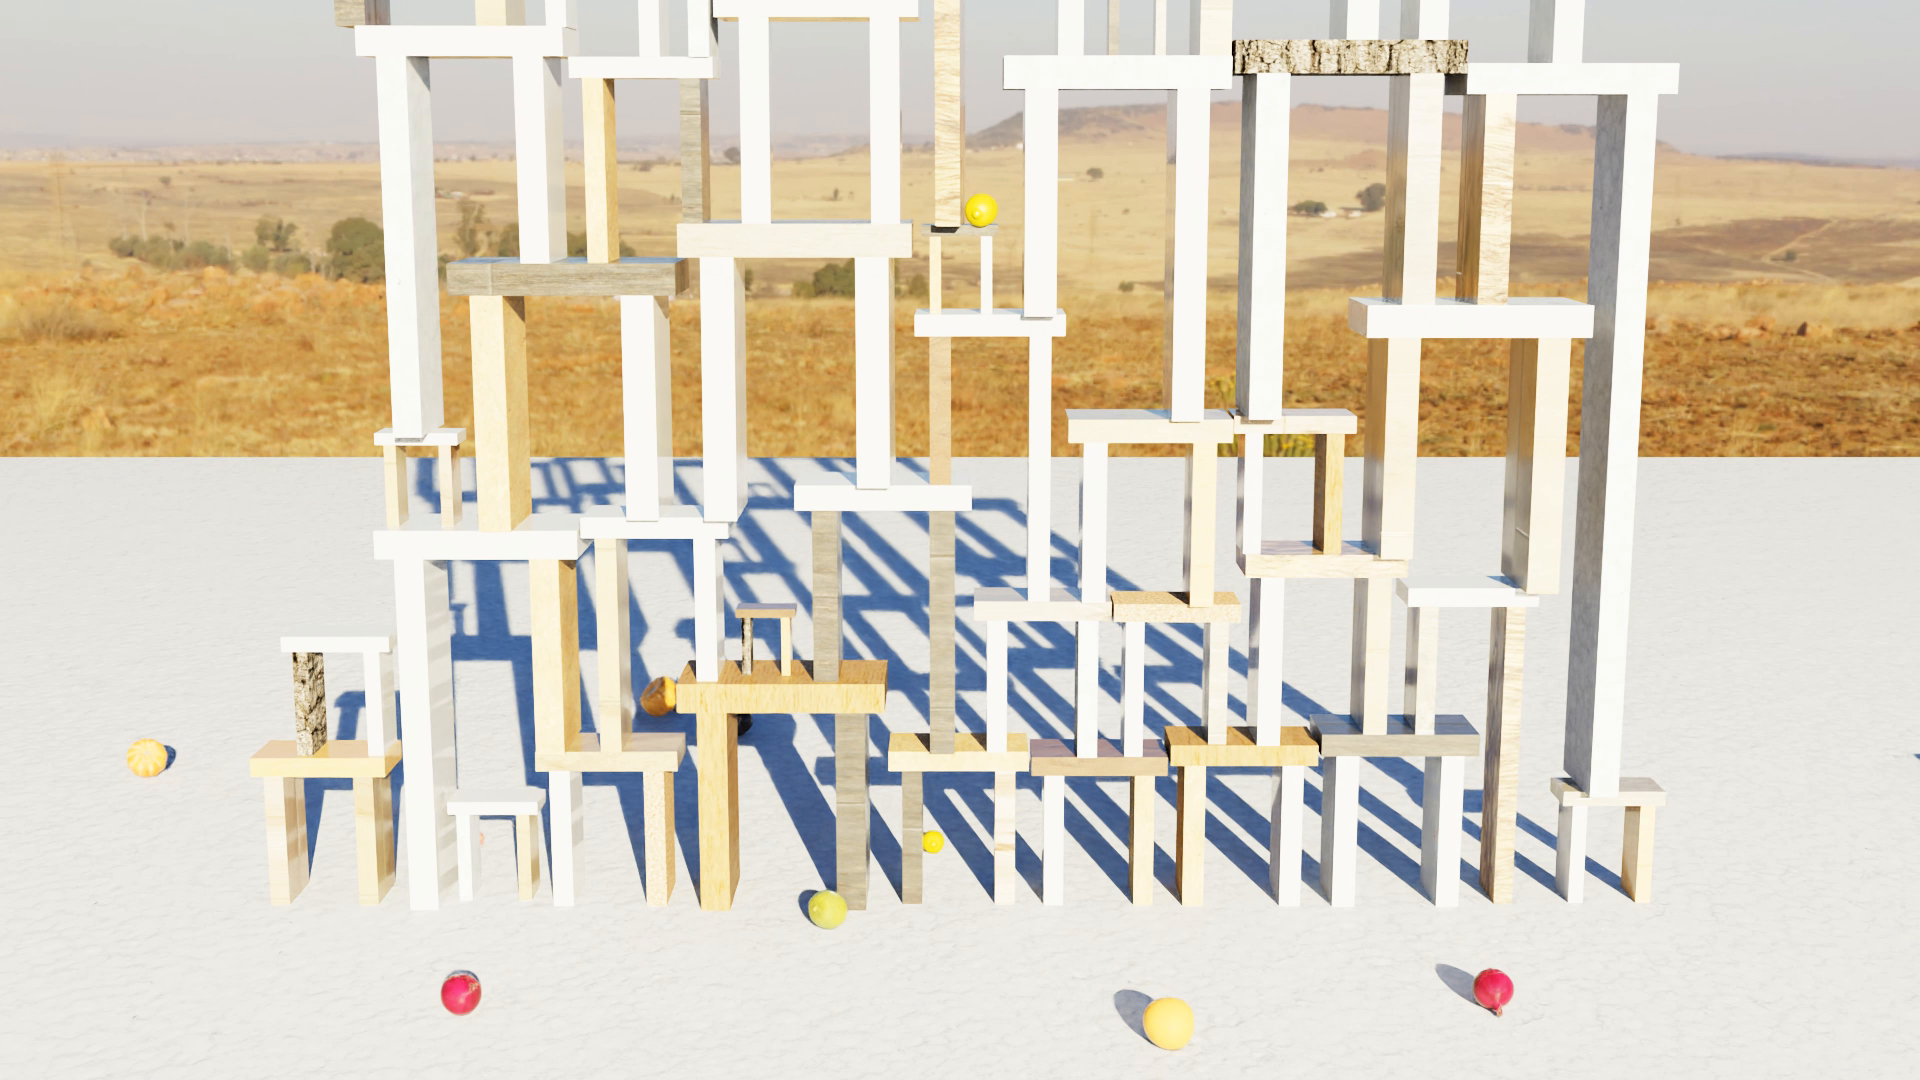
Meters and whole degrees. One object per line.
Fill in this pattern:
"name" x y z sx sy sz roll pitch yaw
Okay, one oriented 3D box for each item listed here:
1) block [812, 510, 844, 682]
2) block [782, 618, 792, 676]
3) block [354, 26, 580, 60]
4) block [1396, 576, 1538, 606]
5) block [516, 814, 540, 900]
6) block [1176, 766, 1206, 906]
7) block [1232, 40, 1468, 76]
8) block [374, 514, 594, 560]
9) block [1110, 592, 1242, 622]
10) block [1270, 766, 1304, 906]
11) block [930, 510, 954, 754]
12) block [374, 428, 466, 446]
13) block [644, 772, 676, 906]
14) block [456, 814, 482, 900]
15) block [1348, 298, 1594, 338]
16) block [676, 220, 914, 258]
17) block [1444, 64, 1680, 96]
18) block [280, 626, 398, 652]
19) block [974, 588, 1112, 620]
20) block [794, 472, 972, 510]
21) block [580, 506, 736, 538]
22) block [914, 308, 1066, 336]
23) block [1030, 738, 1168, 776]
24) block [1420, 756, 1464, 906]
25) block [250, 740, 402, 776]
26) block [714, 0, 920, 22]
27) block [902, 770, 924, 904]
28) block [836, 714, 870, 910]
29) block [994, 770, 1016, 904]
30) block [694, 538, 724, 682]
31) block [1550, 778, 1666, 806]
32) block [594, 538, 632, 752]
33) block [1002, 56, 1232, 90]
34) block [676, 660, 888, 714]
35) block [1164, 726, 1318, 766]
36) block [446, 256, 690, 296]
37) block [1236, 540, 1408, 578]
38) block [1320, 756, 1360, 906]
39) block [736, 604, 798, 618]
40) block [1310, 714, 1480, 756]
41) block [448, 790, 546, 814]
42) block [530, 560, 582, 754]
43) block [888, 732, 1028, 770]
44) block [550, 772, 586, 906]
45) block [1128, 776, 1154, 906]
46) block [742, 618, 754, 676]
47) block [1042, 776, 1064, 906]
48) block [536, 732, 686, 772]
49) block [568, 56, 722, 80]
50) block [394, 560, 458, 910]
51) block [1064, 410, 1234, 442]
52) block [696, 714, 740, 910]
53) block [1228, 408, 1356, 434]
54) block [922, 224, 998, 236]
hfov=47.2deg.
"block" -0.215 0.078 3.578 0.040 0.280 0.140 0 11 0
"block" -0.283 0.169 3.592 0.014 0.096 0.048 0 11 0
"block" -0.760 -0.771 3.412 0.313 0.044 0.157 0 11 0
"block" 0.824 0.083 3.577 0.209 0.030 0.104 0 11 0
"block" -0.718 0.517 3.660 0.021 0.148 0.074 0 11 0
"block" 0.382 0.473 3.648 0.034 0.239 0.119 0 11 0
"block" 0.594 -0.749 3.420 0.352 0.050 0.176 0 11 0
"block" -0.768 -0.006 3.561 0.321 0.046 0.161 0 11 0
"block" 0.349 0.108 3.579 0.203 0.029 0.102 0 11 0
"block" 0.541 0.473 3.648 0.034 0.239 0.119 0 11 0
"block" -0.028 0.137 3.589 0.040 0.400 0.140 0 11 0
"block" -0.865 -0.166 3.525 0.131 0.019 0.066 0 11 0
"block" -0.497 0.478 3.645 0.033 0.230 0.115 0 11 0
"block" -0.817 0.517 3.660 0.021 0.148 0.074 0 11 0
"block" 0.806 -0.354 3.490 0.349 0.049 0.175 0 11 0
"block" -0.255 -0.477 3.471 0.360 0.051 0.180 0 11 0
"block" 0.935 -0.718 3.431 0.321 0.046 0.161 0 11 0
"block" -1.009 0.161 3.593 0.174 0.025 0.087 0 11 0
"block" 0.133 0.104 3.575 0.220 0.031 0.110 0 11 0
"block" -0.122 -0.079 3.549 0.280 0.040 0.140 0 11 0
"block" -0.486 -0.030 3.551 0.234 0.033 0.117 0 11 0
"block" 0.047 -0.346 3.496 0.236 0.033 0.118 0 11 0
"block" 0.227 0.358 3.625 0.221 0.031 0.110 0 11 0
"block" 0.799 0.464 3.646 0.036 0.256 0.128 0 11 0
"block" -1.044 0.360 3.625 0.219 0.031 0.109 0 11 0
"block" -0.218 -0.829 3.408 0.310 0.044 0.155 0 11 1
"block" -0.078 0.477 3.653 0.032 0.228 0.114 0 11 0
"block" -0.177 0.426 3.639 0.047 0.333 0.167 0 11 0
"block" 0.074 0.477 3.653 0.032 0.228 0.114 0 11 0
"block" -0.407 0.102 3.576 0.033 0.234 0.117 0 11 0
"block" 1.070 0.415 3.634 0.167 0.024 0.083 0 11 0
"block" -0.564 0.160 3.587 0.033 0.352 0.117 0 11 0
"block" 0.240 -0.726 3.420 0.346 0.049 0.173 0 11 0
"block" -0.288 0.239 3.605 0.333 0.047 0.167 0 11 0
"block" 0.461 0.339 3.623 0.239 0.034 0.119 0 11 0
"block" -0.617 -0.418 3.485 0.353 0.050 0.176 0 11 0
"block" 0.585 0.030 3.570 0.258 0.037 0.129 0 11 0
"block" 0.628 0.464 3.646 0.036 0.256 0.128 0 11 0
"block" -0.315 0.115 3.582 0.096 0.014 0.048 0 11 0
"block" 0.713 0.321 3.619 0.256 0.036 0.128 0 11 0
"block" -0.767 0.434 3.644 0.148 0.021 0.074 0 11 0
"block" -0.660 0.174 3.595 0.046 0.321 0.161 0 10 0
"block" -0.002 0.349 3.629 0.228 0.032 0.114 0 11 0
"block" -0.650 0.478 3.645 0.033 0.230 0.115 0 11 0
"block" 0.300 0.482 3.648 0.031 0.221 0.110 0 11 0
"block" -0.347 0.169 3.592 0.014 0.096 0.048 0 11 0
"block" 0.153 0.482 3.648 0.031 0.221 0.110 0 11 0
"block" -0.574 0.349 3.622 0.229 0.033 0.115 0 11 0
"block" -0.489 -0.735 3.427 0.220 0.031 0.110 0 11 1
"block" -0.875 0.303 3.619 0.046 0.583 0.161 0 11 0
"block" 0.300 -0.183 3.520 0.258 0.037 0.129 0 11 0
"block" -0.399 0.426 3.639 0.047 0.333 0.167 0 11 0
"block" 0.531 -0.191 3.526 0.193 0.027 0.097 0 11 0
"block" 0.000 -0.489 3.464 0.121 0.017 0.060 0 11 0
